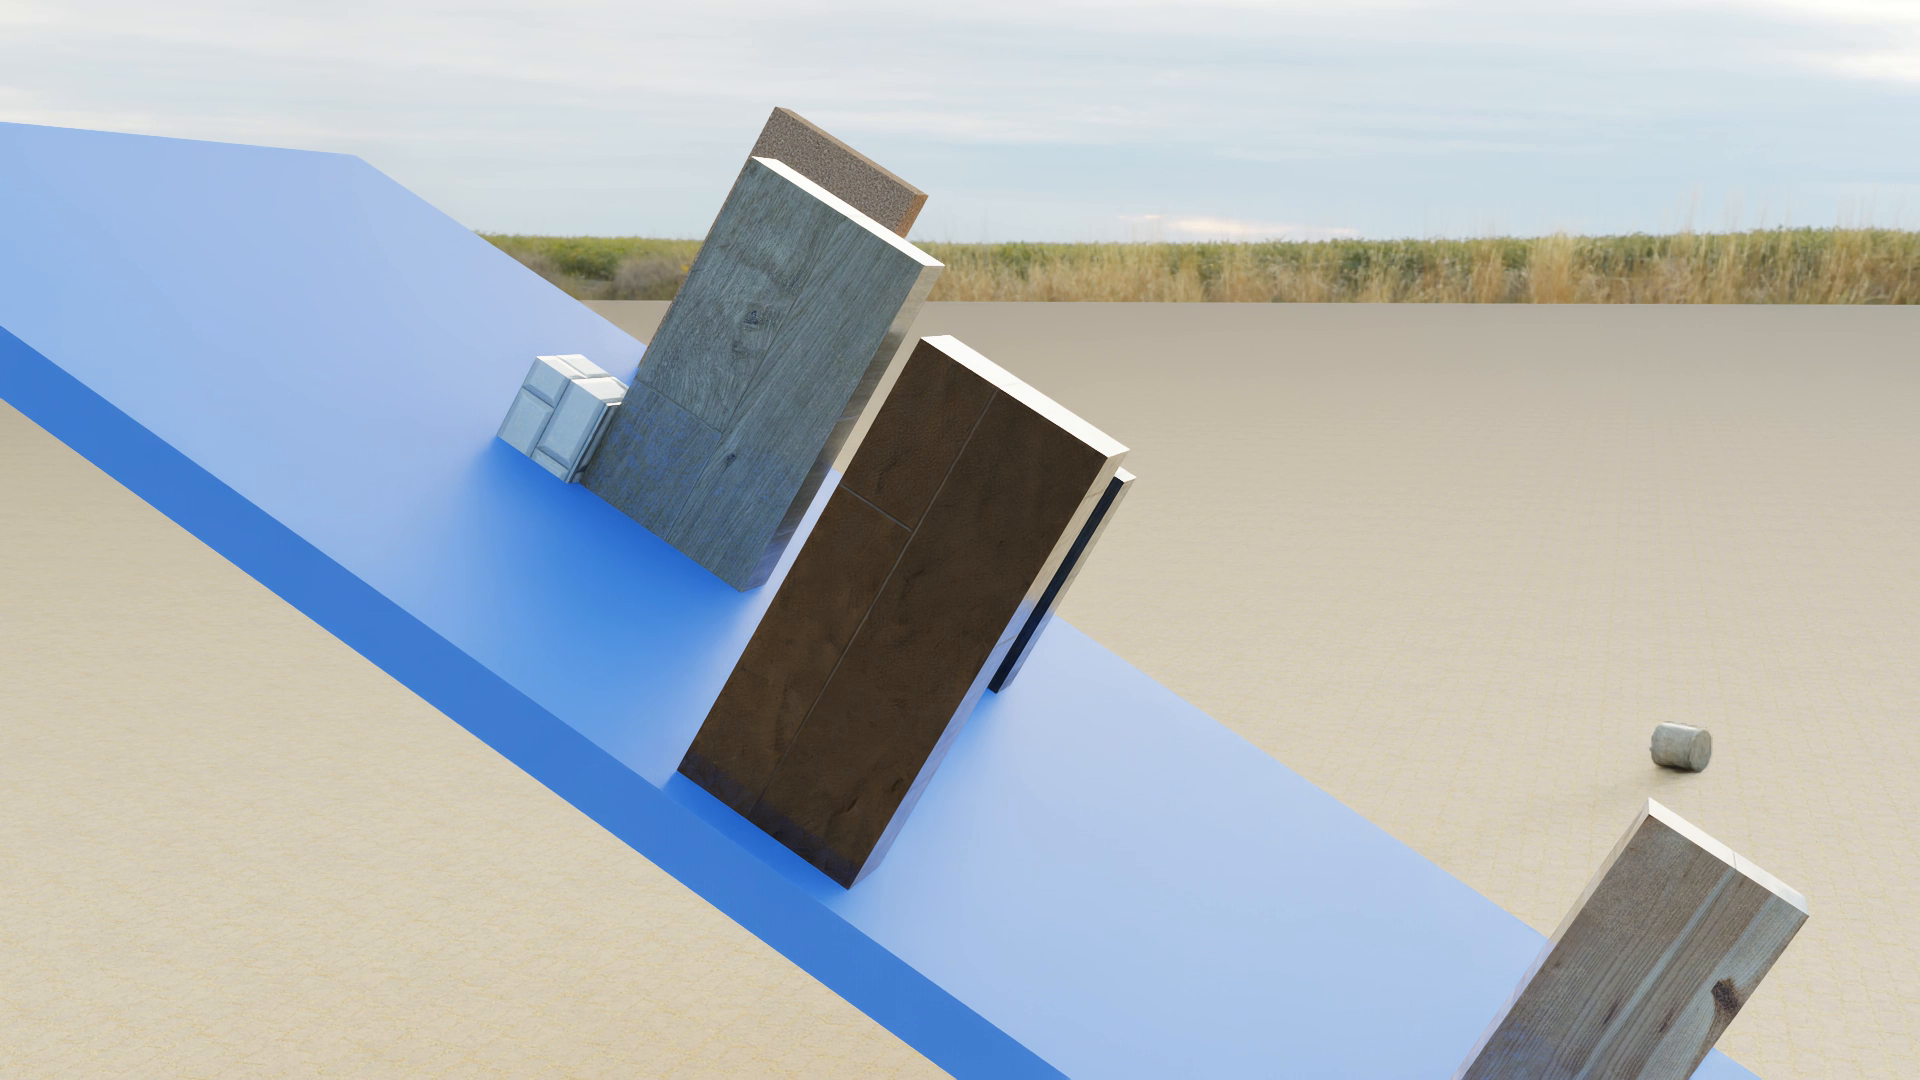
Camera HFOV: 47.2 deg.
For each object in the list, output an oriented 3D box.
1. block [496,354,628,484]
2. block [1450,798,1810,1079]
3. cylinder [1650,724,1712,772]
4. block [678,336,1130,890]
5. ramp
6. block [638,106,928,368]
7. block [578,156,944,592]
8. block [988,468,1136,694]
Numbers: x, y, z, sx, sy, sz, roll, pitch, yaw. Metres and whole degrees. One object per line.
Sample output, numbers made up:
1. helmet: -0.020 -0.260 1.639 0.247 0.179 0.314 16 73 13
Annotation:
1. block: -0.735 -0.232 4.184 0.172 0.172 0.172 34 15 12
2. block: 1.048 0.749 3.511 0.278 0.616 0.113 33 15 11
3. cylinder: 2.703 0.778 8.242 0.162 0.162 0.162 -6 10 -42
4. block: -0.088 0.105 3.185 0.312 0.743 0.135 33 15 11
5. ramp: -0.170 0.281 4.121 4.000 0.100 2.000 33 15 11
6. block: -0.406 -0.584 4.984 0.385 0.678 0.089 33 15 11
7. block: -0.373 -0.304 4.077 0.381 0.700 0.121 33 15 11
8. block: 0.059 -0.008 4.341 0.364 0.495 0.105 33 15 11
